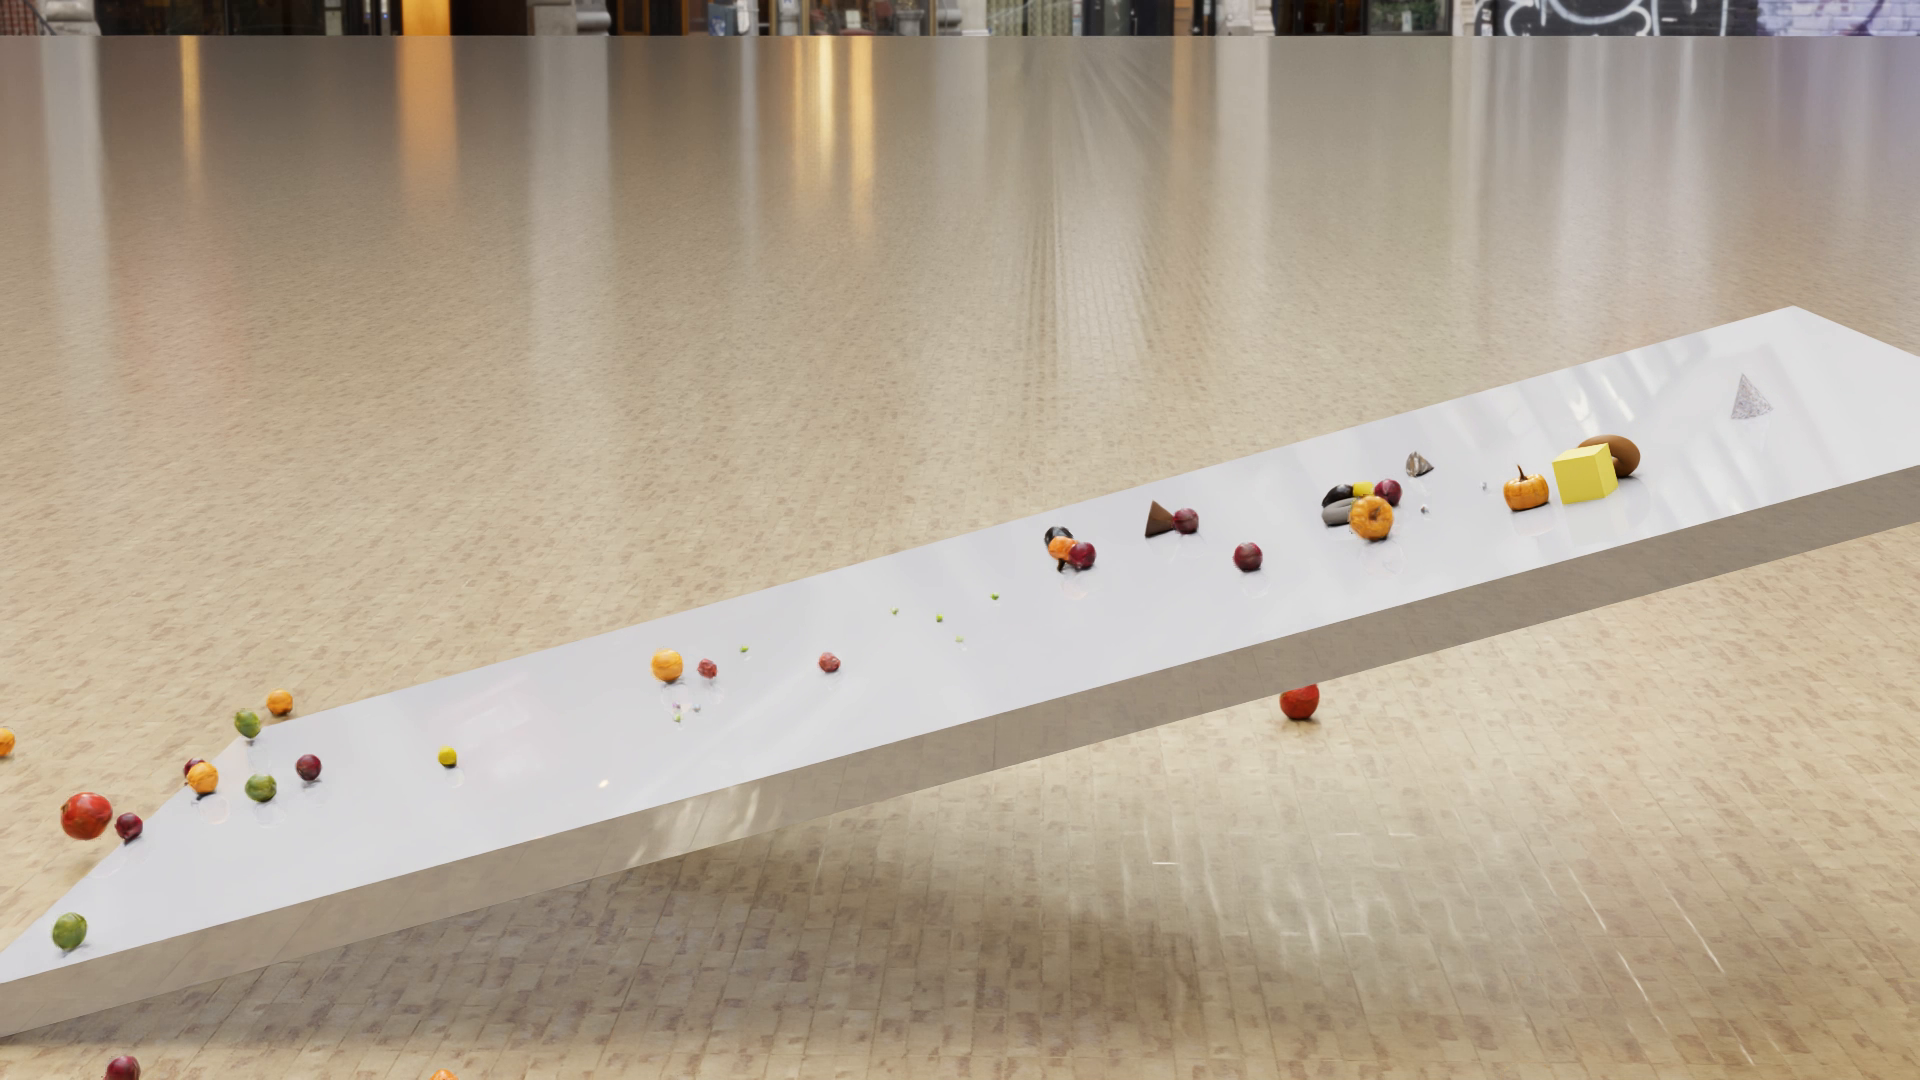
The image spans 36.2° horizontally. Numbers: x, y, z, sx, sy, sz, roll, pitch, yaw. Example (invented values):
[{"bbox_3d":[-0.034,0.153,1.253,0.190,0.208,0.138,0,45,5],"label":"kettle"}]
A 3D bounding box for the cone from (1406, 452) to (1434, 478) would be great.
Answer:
[{"bbox_3d":[1.012,-0.161,6.408,0.057,0.057,0.057,9,6,-26],"label":"cone"}]

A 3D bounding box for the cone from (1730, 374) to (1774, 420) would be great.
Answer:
[{"bbox_3d":[1.613,-0.302,6.029,0.088,0.088,0.088,-16,10,3],"label":"cone"}]

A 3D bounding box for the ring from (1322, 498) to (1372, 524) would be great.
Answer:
[{"bbox_3d":[0.807,-0.060,6.142,0.107,0.036,0.107,-15,11,3],"label":"ring"}]

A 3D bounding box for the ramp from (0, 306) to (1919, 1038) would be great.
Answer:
[{"bbox_3d":[0.086,0.188,6.324,4.000,0.100,2.000,-15,10,4],"label":"ramp"}]

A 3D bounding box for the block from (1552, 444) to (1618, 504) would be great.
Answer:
[{"bbox_3d":[1.213,-0.128,5.704,0.087,0.087,0.087,-10,11,32],"label":"block"}]

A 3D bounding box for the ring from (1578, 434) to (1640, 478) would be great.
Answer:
[{"bbox_3d":[1.270,-0.162,5.771,0.128,0.043,0.128,5,-31,3],"label":"ring"}]
